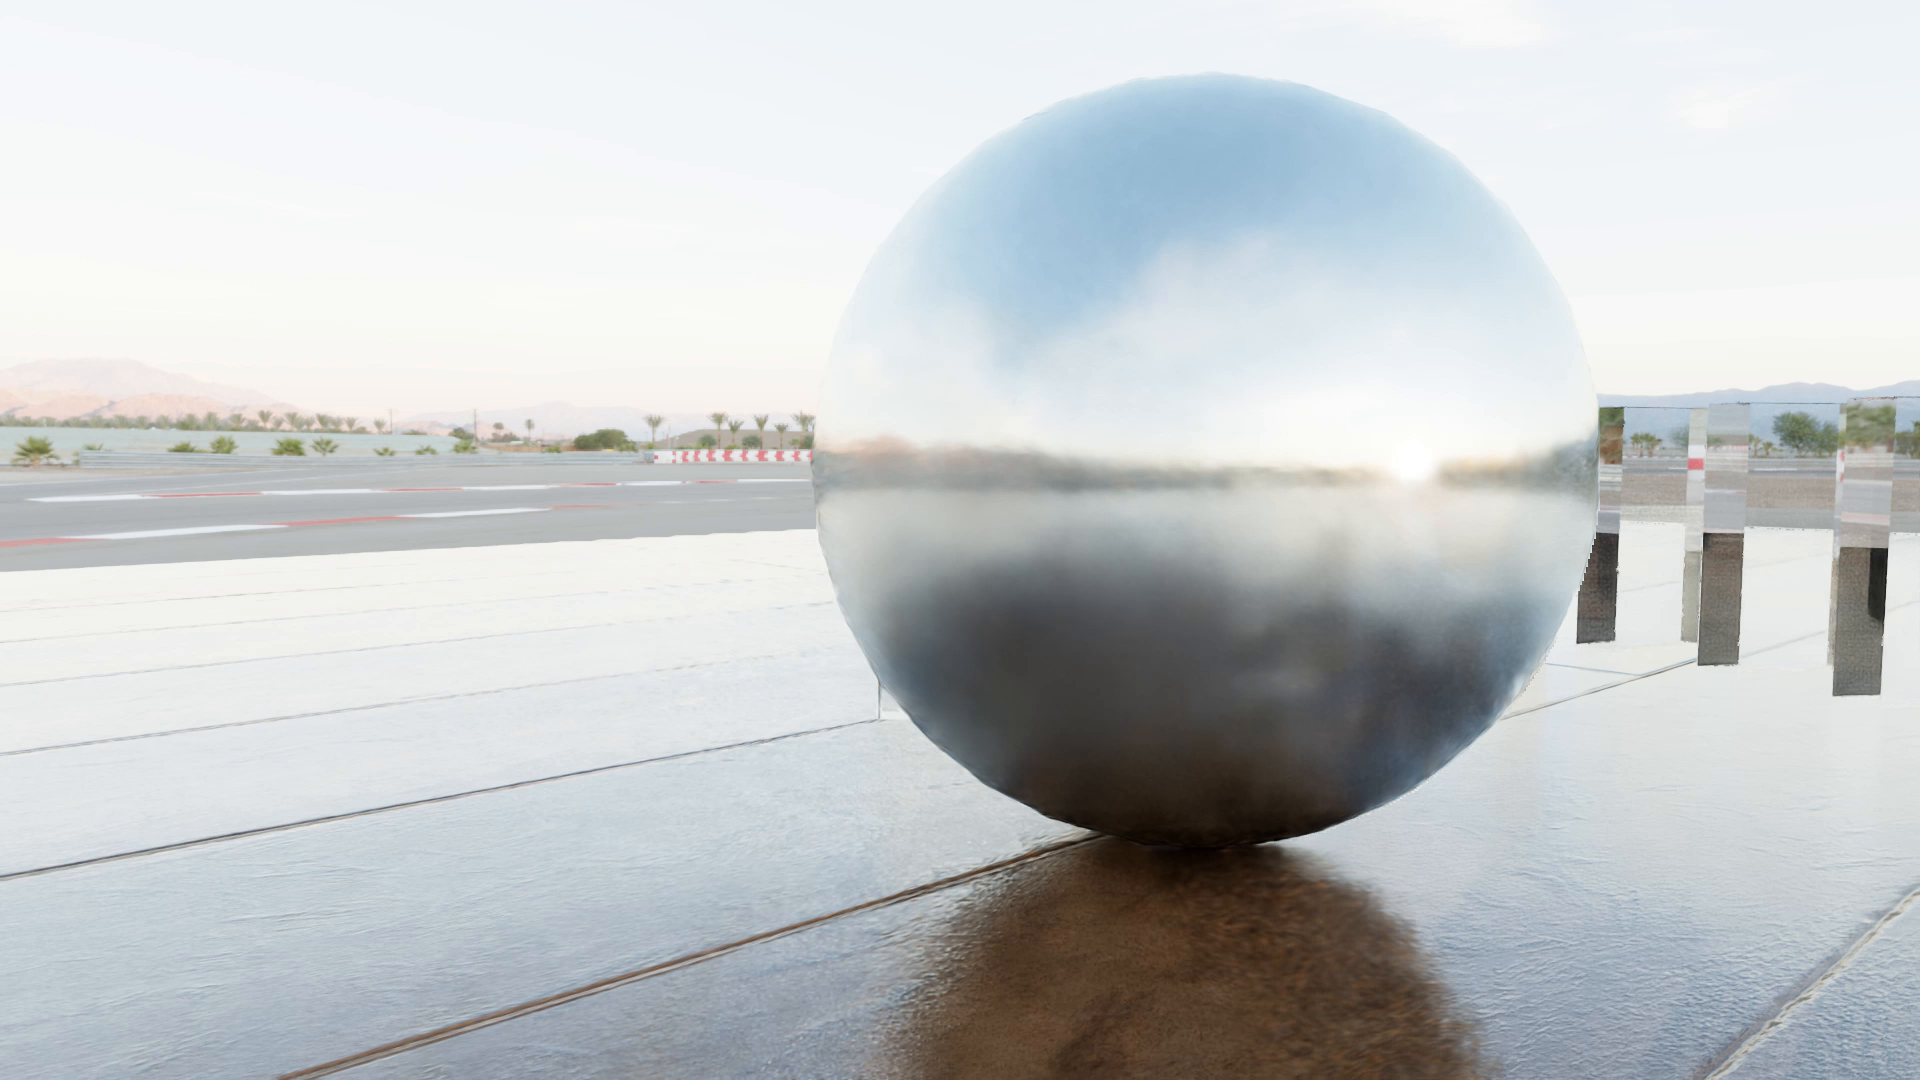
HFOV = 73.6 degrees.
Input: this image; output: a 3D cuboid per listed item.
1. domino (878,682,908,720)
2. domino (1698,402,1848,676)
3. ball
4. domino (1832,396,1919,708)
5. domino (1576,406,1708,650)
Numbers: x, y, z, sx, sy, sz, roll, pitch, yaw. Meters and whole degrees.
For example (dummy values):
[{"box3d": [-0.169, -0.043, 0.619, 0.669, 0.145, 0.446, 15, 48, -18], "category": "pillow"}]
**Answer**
[{"box3d": [0.000, 0.002, 0.201, 0.025, 0.050, 0.010, 0, 4, 0], "category": "domino"}, {"box3d": [0.154, -0.001, 0.242, 0.025, 0.050, 0.009, -1, 4, -14], "category": "domino"}, {"box3d": [0.024, -0.008, 0.138, 0.080, 0.080, 0.080, 0, 4, 0], "category": "ball"}, {"box3d": [0.160, 0.002, 0.211, 0.025, 0.050, 0.010, -1, 4, -8], "category": "domino"}, {"box3d": [0.144, -0.003, 0.272, 0.025, 0.050, 0.010, -2, 5, -24], "category": "domino"}]
